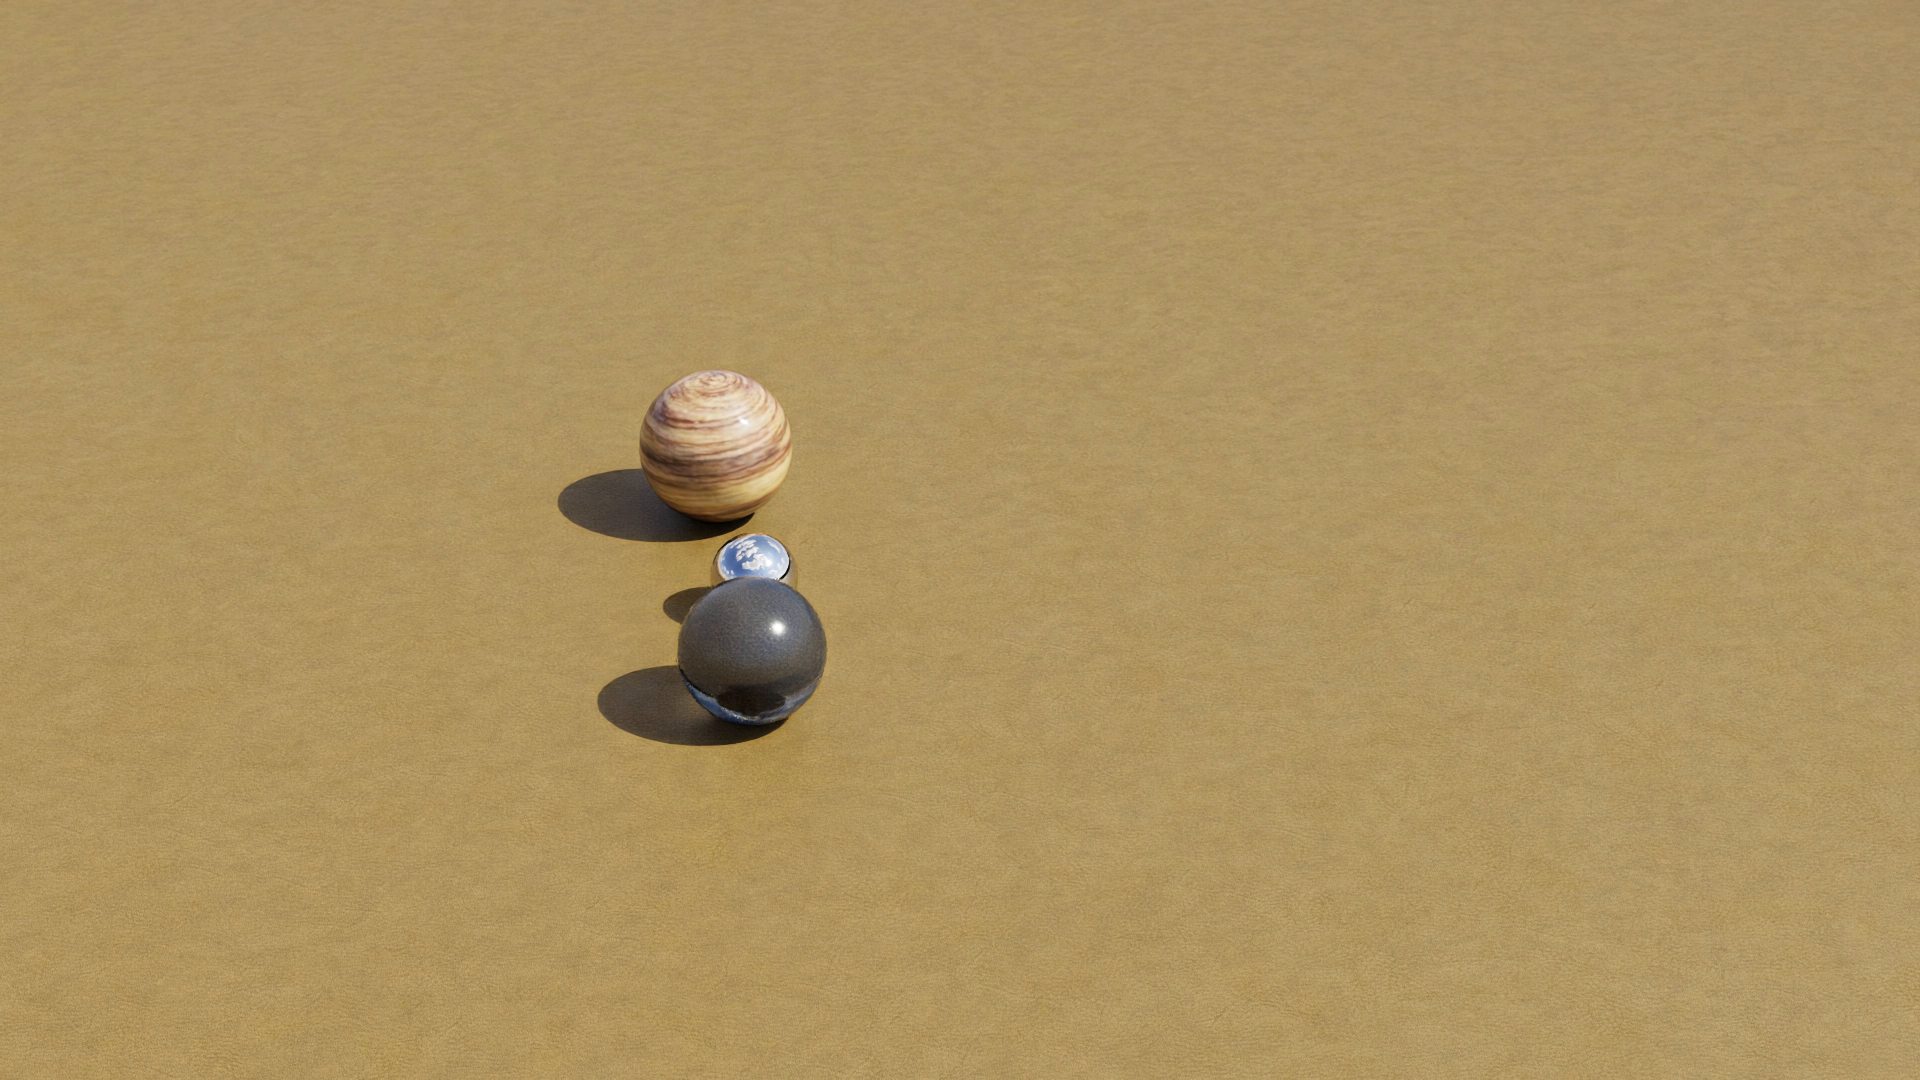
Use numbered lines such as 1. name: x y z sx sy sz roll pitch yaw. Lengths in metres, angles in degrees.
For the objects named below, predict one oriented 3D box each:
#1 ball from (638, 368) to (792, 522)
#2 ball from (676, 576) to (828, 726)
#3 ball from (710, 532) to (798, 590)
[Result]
1. ball: -0.148 -0.057 1.777 0.093 0.093 0.093 0 29 0
2. ball: -0.112 0.060 1.582 0.081 0.081 0.081 0 29 0
3. ball: -0.118 0.021 1.682 0.051 0.051 0.051 0 29 0
